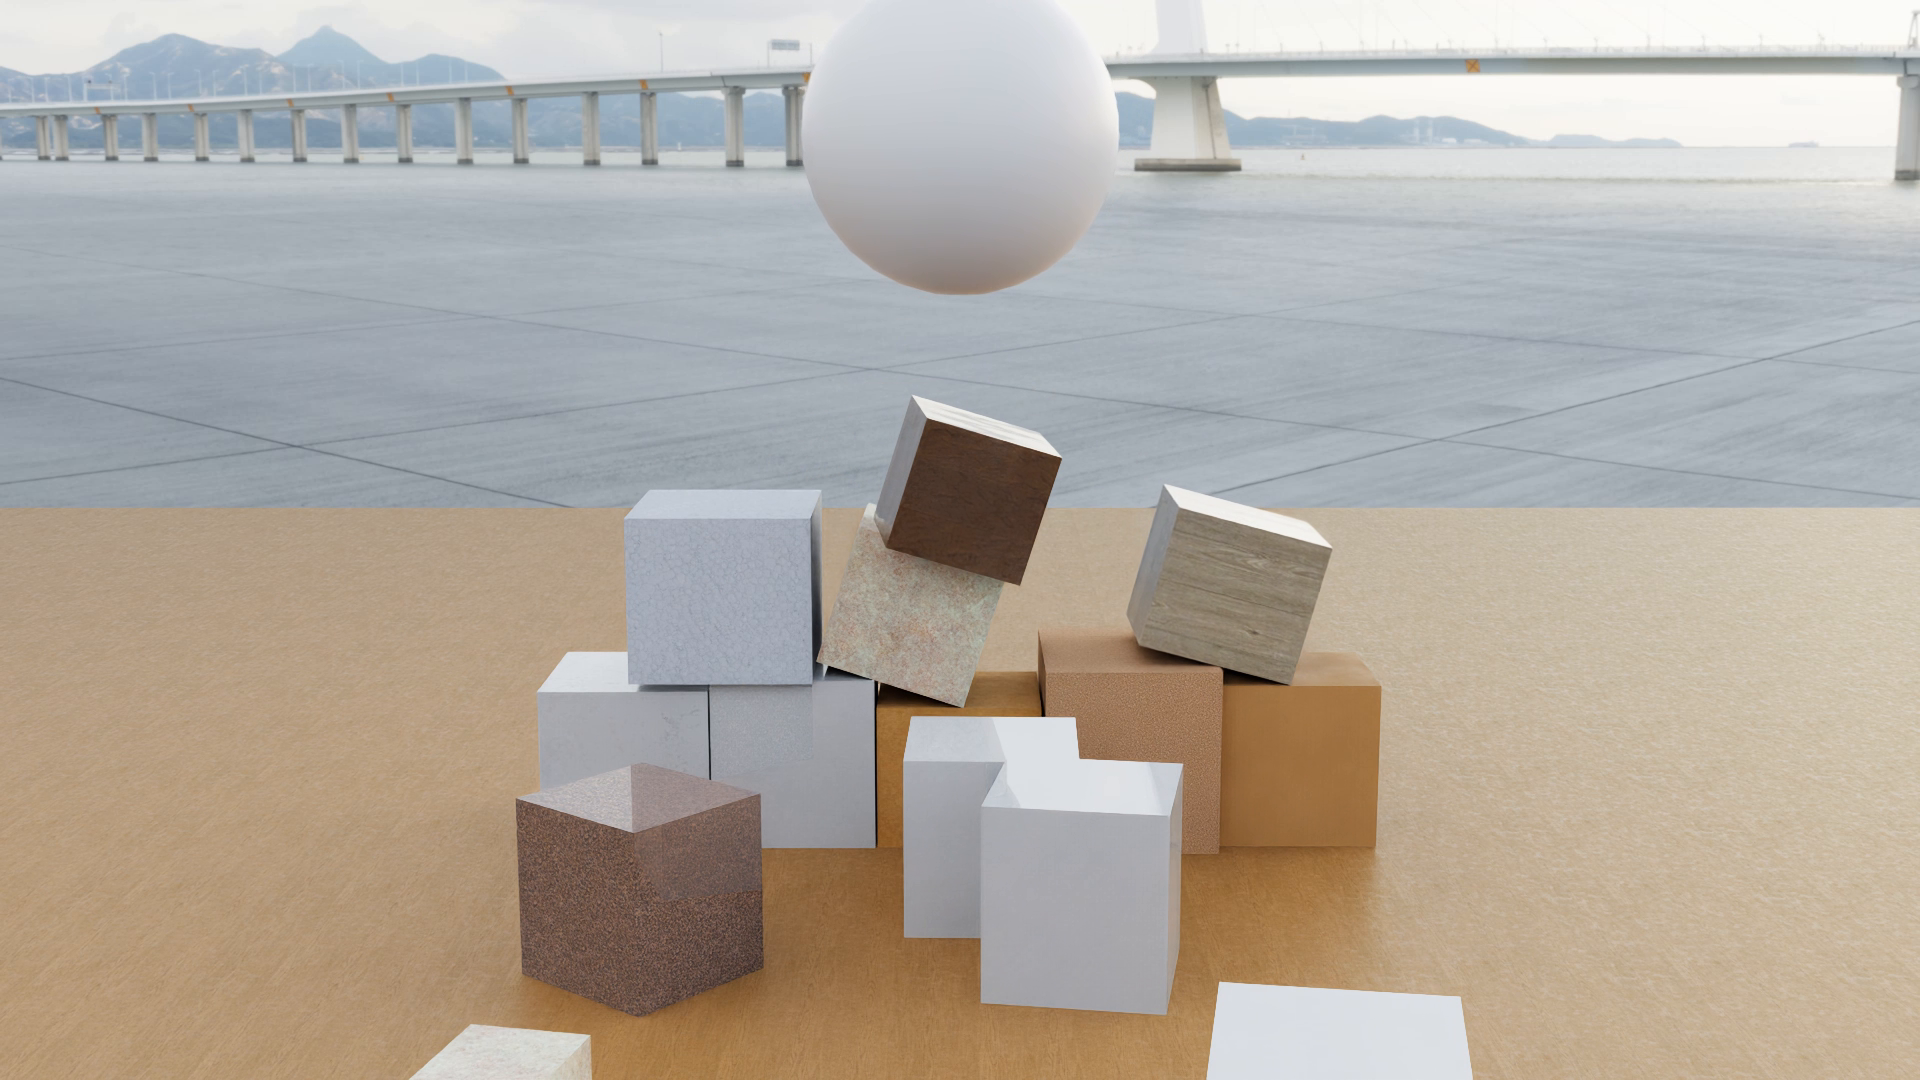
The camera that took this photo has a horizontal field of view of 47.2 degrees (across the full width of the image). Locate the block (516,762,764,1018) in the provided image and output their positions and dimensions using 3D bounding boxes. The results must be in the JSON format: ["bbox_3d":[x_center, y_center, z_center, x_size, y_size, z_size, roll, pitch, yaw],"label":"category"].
[{"bbox_3d":[-1.356,1.462,9.345,0.740,0.780,0.711,9,13,39],"label":"block"}]

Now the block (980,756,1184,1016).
[{"bbox_3d":[0.526,1.439,9.295,0.765,0.843,0.755,2,10,9],"label":"block"}]

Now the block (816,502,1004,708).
[{"bbox_3d":[-0.231,0.320,11.221,0.766,0.716,0.725,18,10,-2],"label":"block"}]

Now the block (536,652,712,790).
[{"bbox_3d":[-1.674,1.074,11.395,0.844,0.810,0.871,0,10,0],"label":"block"}]

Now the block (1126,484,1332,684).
[{"bbox_3d":[1.355,0.214,11.215,0.787,0.719,0.729,15,10,-4],"label":"block"}]

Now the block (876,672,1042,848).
[{"bbox_3d":[-0.005,1.122,11.379,0.821,0.721,0.773,0,10,0],"label":"block"}]

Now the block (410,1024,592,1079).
[{"bbox_3d":[-1.541,1.974,7.357,0.441,0.484,0.551,2,11,12],"label":"block"}]

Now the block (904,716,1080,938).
[{"bbox_3d":[0.147,1.306,10.105,0.776,0.814,0.765,0,10,1],"label":"block"}]

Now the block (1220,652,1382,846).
[{"bbox_3d":[1.696,1.068,11.368,0.801,0.831,0.736,0,10,0],"label":"block"}]

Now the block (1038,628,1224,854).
[{"bbox_3d":[0.856,1.018,11.372,0.869,0.929,1.005,0,10,0],"label":"block"}]

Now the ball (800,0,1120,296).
[{"bbox_3d":[0.000,-2.030,11.020,1.600,1.600,1.600,0,10,0],"label":"ball"}]

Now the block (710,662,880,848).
[{"bbox_3d":[-0.834,1.052,11.370,0.817,0.862,0.806,0,10,0],"label":"block"}]

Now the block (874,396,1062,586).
[{"bbox_3d":[0.024,-0.253,10.813,0.681,0.656,0.671,16,10,-11],"label":"block"}]

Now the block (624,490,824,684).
[{"bbox_3d":[-1.181,0.223,11.207,0.907,0.828,0.899,0,10,0],"label":"block"}]

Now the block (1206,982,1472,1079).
[{"bbox_3d":[1.113,1.922,6.529,0.745,0.881,0.910,2,10,9],"label":"block"}]
